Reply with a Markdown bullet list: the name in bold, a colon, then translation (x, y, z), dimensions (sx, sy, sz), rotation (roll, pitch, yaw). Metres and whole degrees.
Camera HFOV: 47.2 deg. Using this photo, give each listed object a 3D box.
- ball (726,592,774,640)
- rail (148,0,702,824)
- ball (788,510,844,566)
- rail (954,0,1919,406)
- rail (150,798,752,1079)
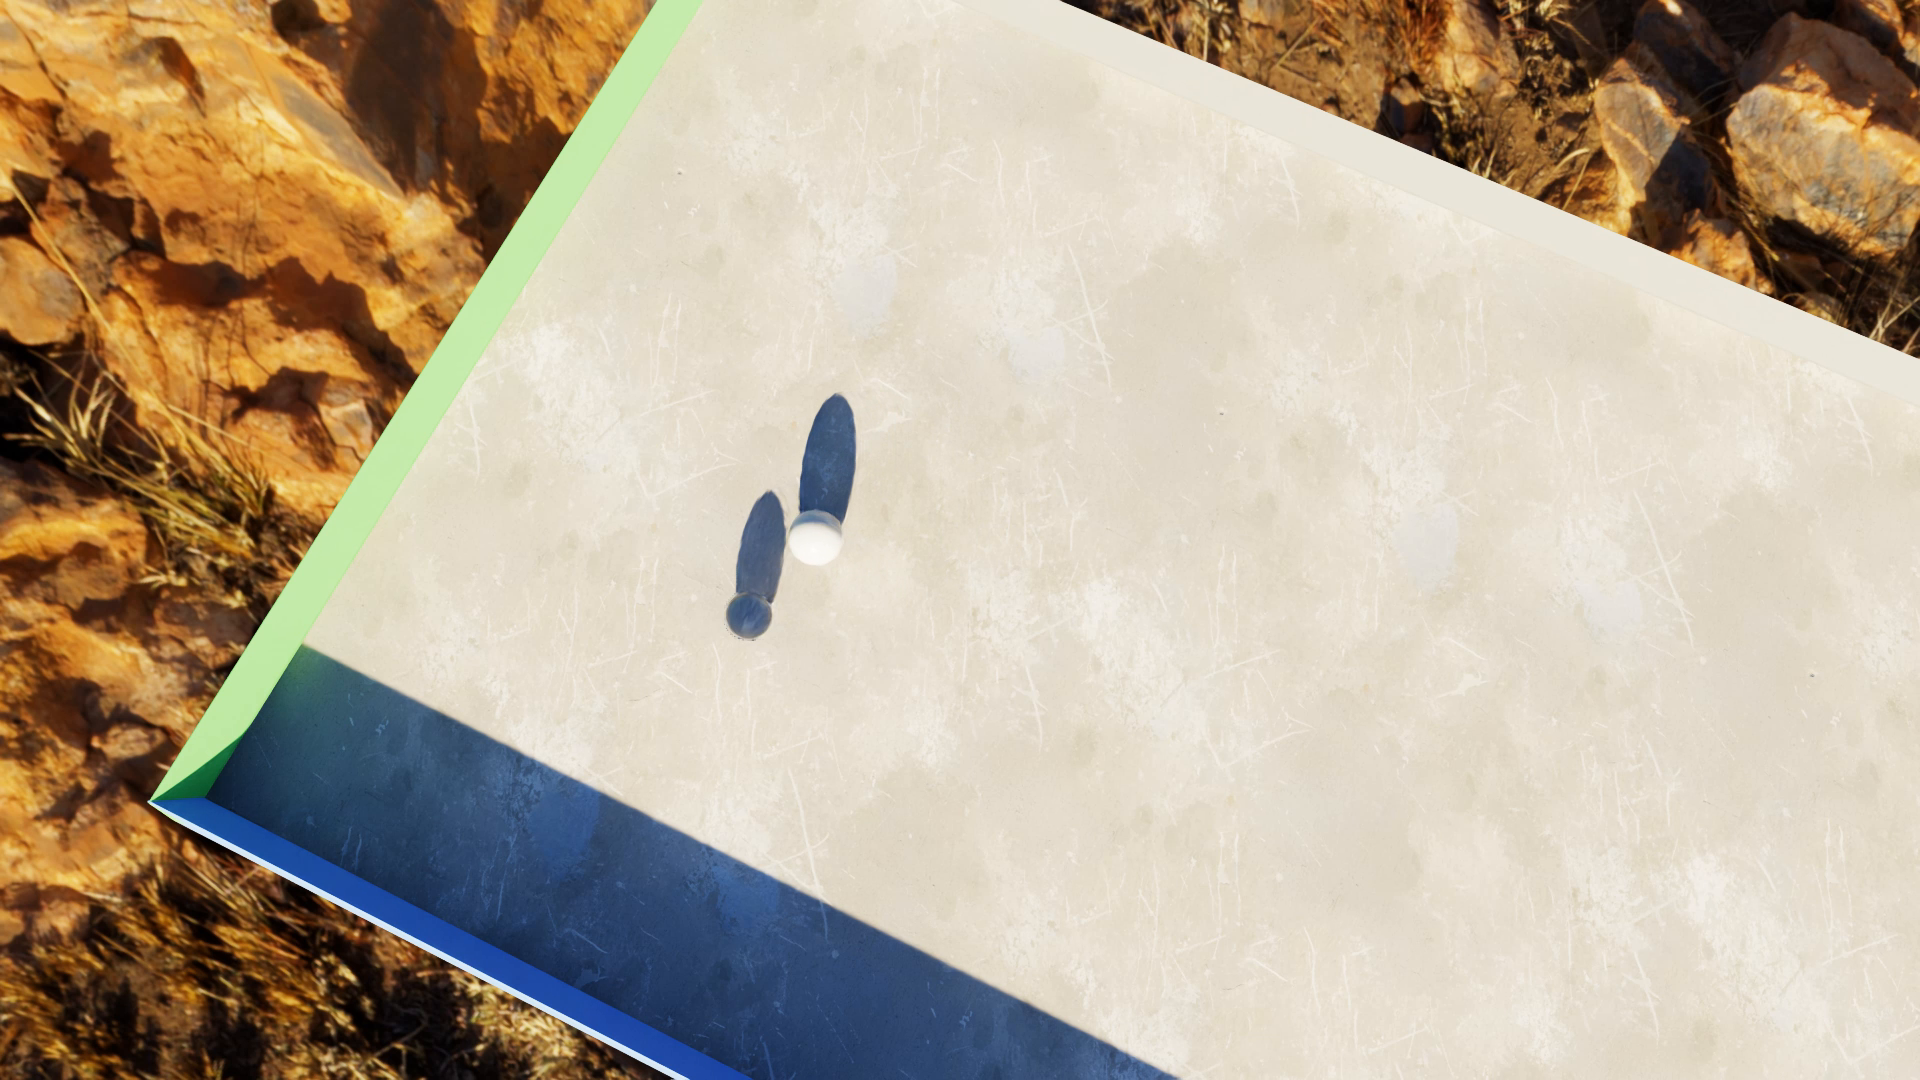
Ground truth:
- **ball**: translation (-0.326, 0.117, 3.403), dimensions (0.074, 0.074, 0.074), rotation (0, 70, 0)
- **rail**: translation (-0.763, -0.359, 3.557), dimensions (0.045, 0.114, 1.837), rotation (25, 72, 9)
- **ball**: translation (-0.225, -0.004, 3.440), dimensions (0.088, 0.088, 0.088), rotation (0, 70, 0)
- **rail**: translation (1.180, -0.396, 3.570), dimensions (3.496, 0.114, 0.045), rotation (25, 72, 9)
- **rail**: translation (0.388, 1.109, 3.013), dimensions (3.496, 0.114, 0.045), rotation (25, 72, 9)
